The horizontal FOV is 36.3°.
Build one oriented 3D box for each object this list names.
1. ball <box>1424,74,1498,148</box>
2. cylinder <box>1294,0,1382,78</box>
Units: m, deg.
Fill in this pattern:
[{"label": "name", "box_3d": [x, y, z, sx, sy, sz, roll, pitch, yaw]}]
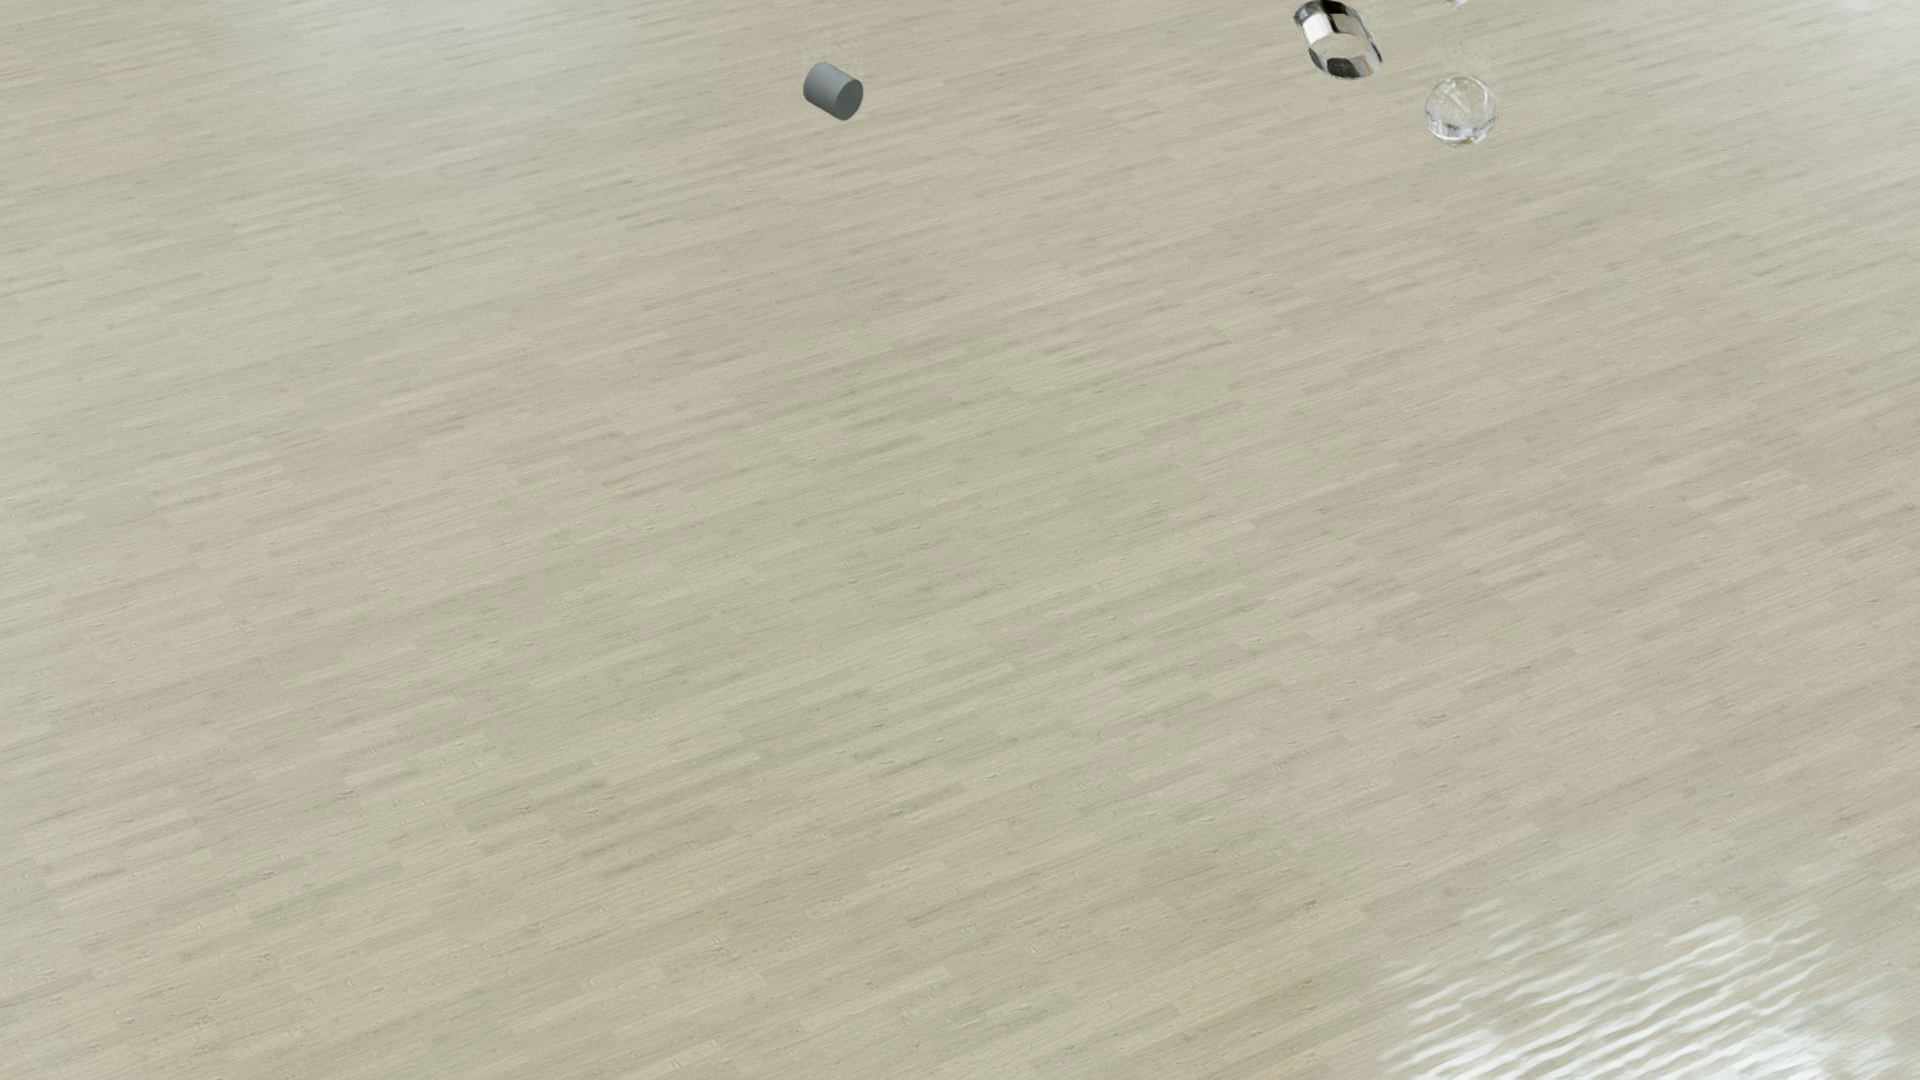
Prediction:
[{"label": "ball", "box_3d": [1.551, -1.327, 9.068, 0.224, 0.224, 0.224, 0, 33, 0]}, {"label": "cylinder", "box_3d": [1.109, -1.471, 8.612, 0.223, 0.135, 0.248, 11, 31, -13]}]
